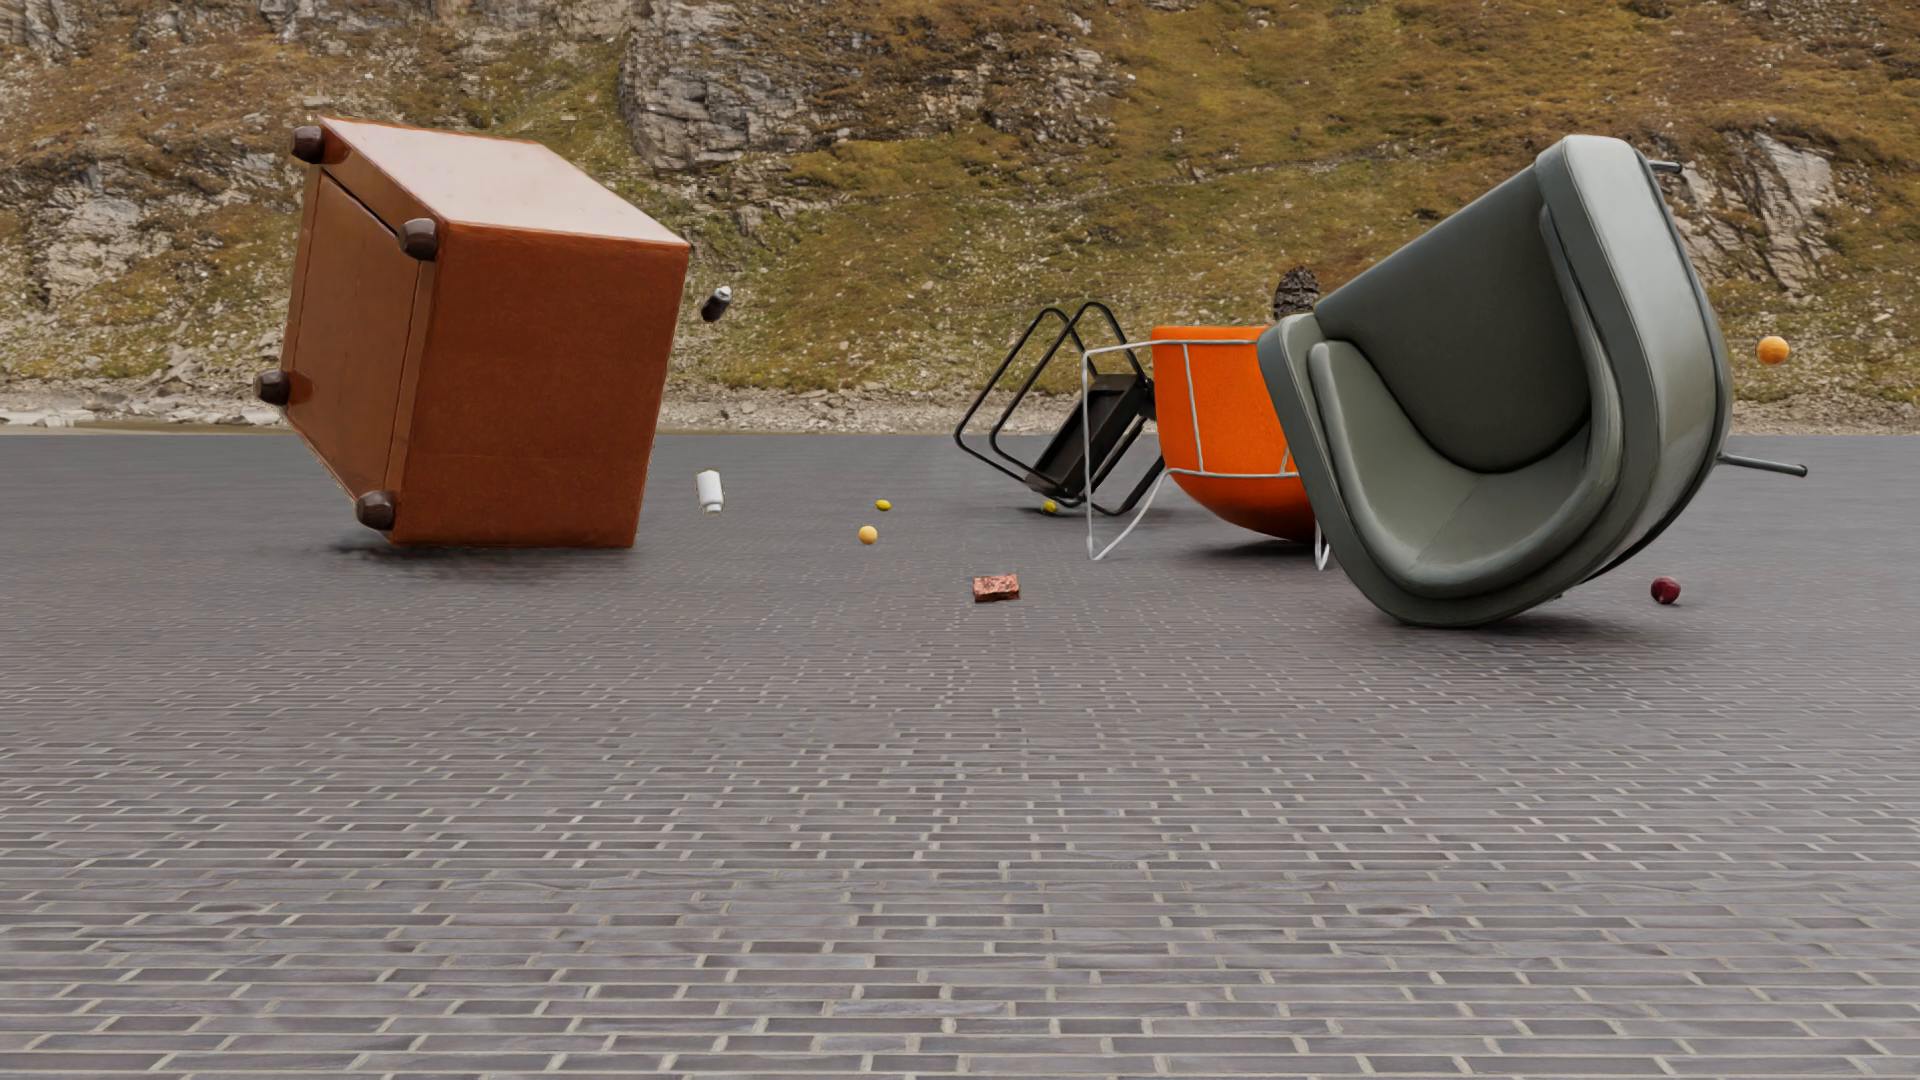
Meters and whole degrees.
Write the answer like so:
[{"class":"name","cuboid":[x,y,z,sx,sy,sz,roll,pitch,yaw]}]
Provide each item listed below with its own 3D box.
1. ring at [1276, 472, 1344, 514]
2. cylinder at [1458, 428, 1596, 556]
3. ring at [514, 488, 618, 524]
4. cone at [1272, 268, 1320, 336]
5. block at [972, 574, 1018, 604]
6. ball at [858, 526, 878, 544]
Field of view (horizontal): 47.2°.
[{"class":"ring","cuboid":[0.984,-0.133,6.180,0.213,0.095,0.057,27,21,25]},{"class":"cylinder","cuboid":[1.521,-0.128,5.908,0.296,0.278,0.297,12,6,-22]},{"class":"ring","cuboid":[-1.337,-0.116,7.490,0.266,0.104,0.413,2,5,36]},{"class":"cone","cuboid":[1.024,-0.707,6.672,0.133,0.215,0.171,12,-2,12]},{"class":"block","cuboid":[0.075,0.102,4.610,0.091,0.041,0.034,-6,-35,-4]},{"class":"ball","cuboid":[-0.266,-0.014,6.347,0.055,0.055,0.055,0,4,0]}]
